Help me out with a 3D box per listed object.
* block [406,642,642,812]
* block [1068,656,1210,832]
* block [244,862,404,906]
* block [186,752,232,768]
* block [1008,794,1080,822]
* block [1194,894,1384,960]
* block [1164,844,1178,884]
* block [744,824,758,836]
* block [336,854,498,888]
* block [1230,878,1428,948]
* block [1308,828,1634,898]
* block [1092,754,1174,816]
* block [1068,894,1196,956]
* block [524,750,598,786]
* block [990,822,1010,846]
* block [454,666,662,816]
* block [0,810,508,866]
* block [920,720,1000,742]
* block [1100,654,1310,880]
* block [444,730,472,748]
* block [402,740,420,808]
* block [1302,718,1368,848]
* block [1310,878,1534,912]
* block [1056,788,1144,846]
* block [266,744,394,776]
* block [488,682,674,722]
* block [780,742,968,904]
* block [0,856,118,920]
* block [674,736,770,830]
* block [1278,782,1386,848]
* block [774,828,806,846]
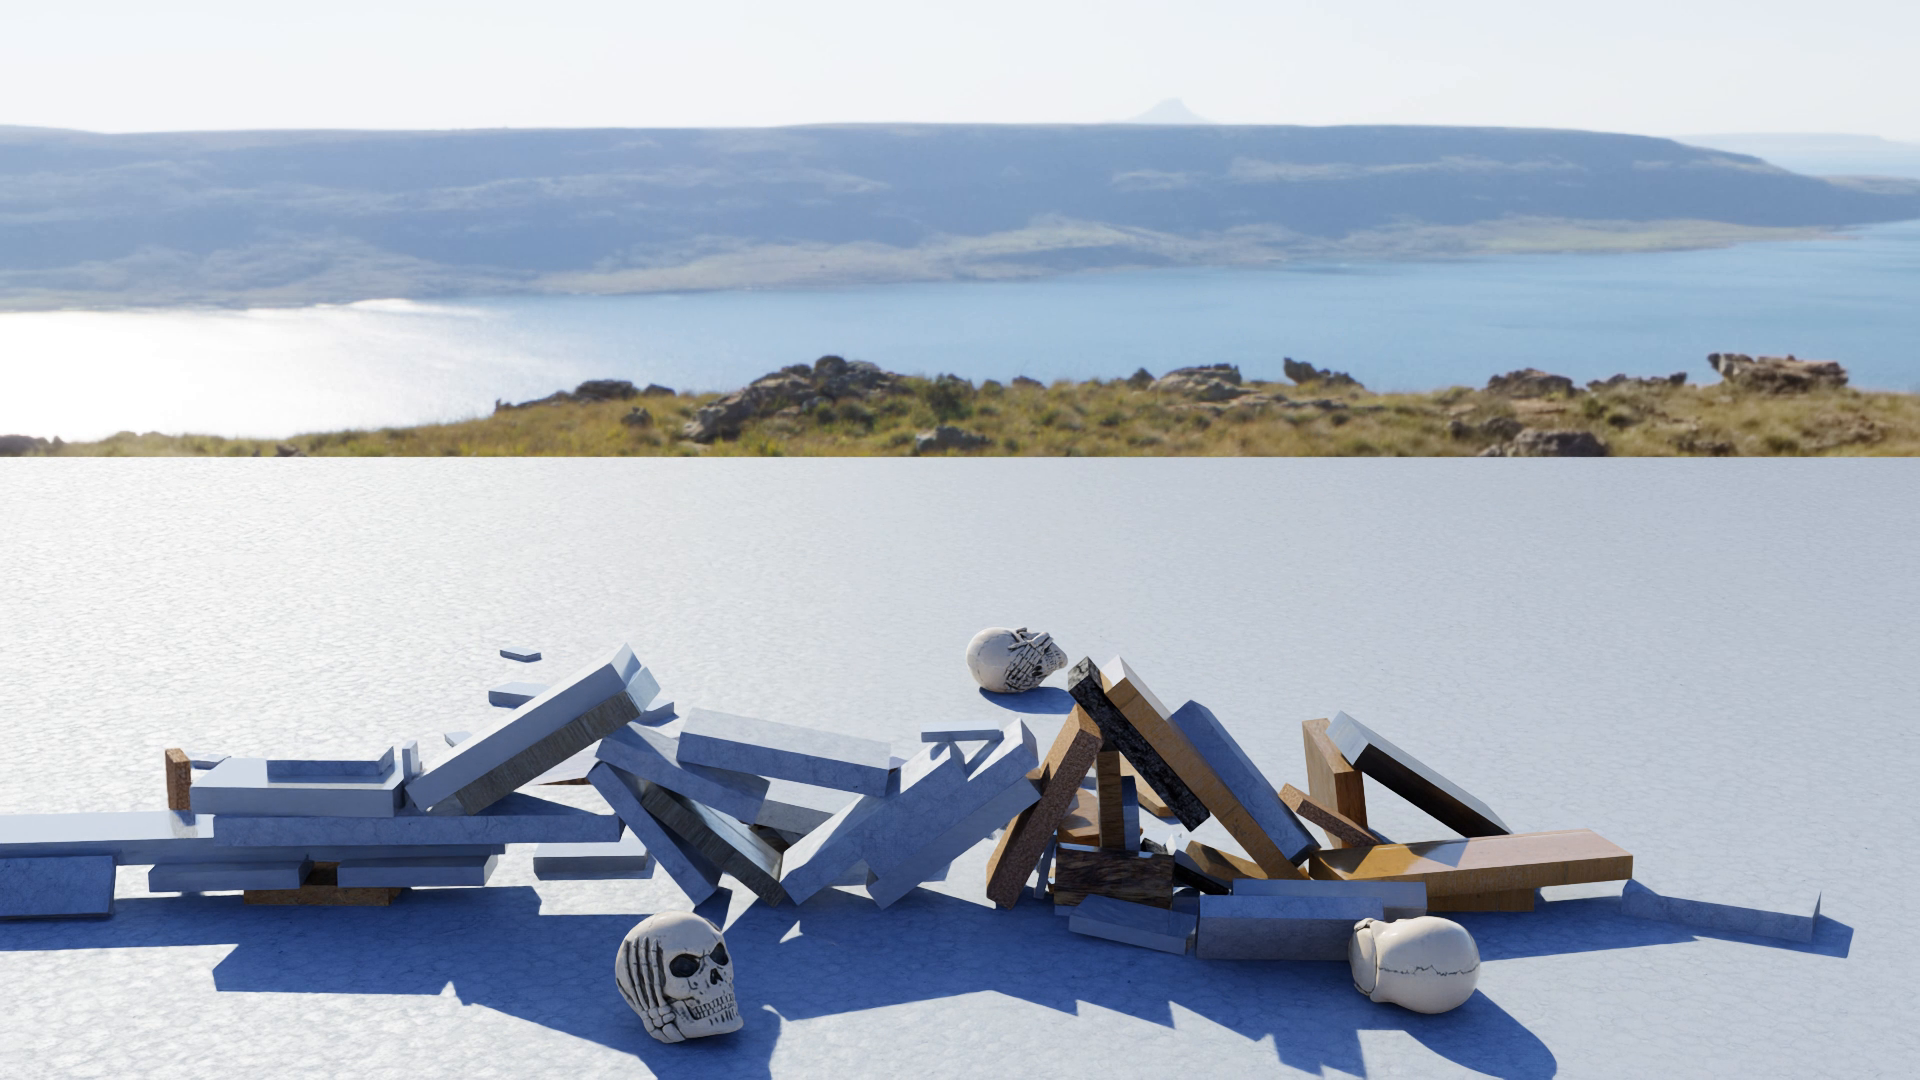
[{"bbox_3d":[-0.715,0.306,3.622,0.395,0.049,0.173,-31,7,4],"label":"block"},{"bbox_3d":[0.294,0.335,3.634,0.043,0.307,0.153,-40,5,7],"label":"block"},{"bbox_3d":[-1.056,0.573,3.670,0.239,0.034,0.120,0,11,2],"label":"block"},{"bbox_3d":[-1.522,0.443,4.425,0.097,0.014,0.049,3,11,14],"label":"block"},{"bbox_3d":[0.116,0.484,3.995,0.182,0.026,0.091,1,19,40],"label":"block"},{"bbox_3d":[0.497,0.589,3.337,0.272,0.131,0.037,0,52,2],"label":"block"},{"bbox_3d":[0.355,0.550,3.730,0.063,0.018,0.125,49,26,11],"label":"block"},{"bbox_3d":[-0.463,0.525,3.903,0.190,0.027,0.095,1,9,33],"label":"block"},{"bbox_3d":[-0.899,0.541,3.657,0.239,0.034,0.120,0,10,-1],"label":"block"},{"bbox_3d":[0.562,0.575,3.386,0.290,0.145,0.041,1,55,3],"label":"block"},{"bbox_3d":[0.836,0.533,3.602,0.507,0.041,0.145,-3,11,-14],"label":"block"},{"bbox_3d":[0.328,0.459,4.248,0.067,0.019,0.380,0,13,-22],"label":"block"},{"bbox_3d":[0.277,0.605,3.467,0.190,0.027,0.095,9,15,21],"label":"block"},{"bbox_3d":[-0.795,0.464,4.217,0.407,0.048,0.170,-6,12,-29],"label":"block"},{"bbox_3d":[0.084,0.521,3.992,0.065,0.018,0.370,-2,11,-10],"label":"block"},{"bbox_3d":[-0.658,0.329,3.613,0.334,0.047,0.167,-31,7,9],"label":"block"},{"bbox_3d":[-1.374,0.498,3.674,1.226,0.044,0.156,-1,11,-5],"label":"block"},{"bbox_3d":[0.000,0.320,3.682,0.131,0.018,0.065,-2,9,-2],"label":"block"},{"bbox_3d":[0.408,0.397,3.644,0.043,0.481,0.153,-41,8,7],"label":"block"},{"bbox_3d":[-1.033,0.417,4.565,0.049,0.014,0.097,-6,12,-28],"label":"block"},{"bbox_3d":[-0.903,0.385,3.622,0.014,0.101,0.050,-1,11,0],"label":"block"},{"bbox_3d":[0.674,0.449,3.951,0.048,0.170,0.340,-8,11,1],"label":"block"},{"bbox_3d":[0.765,0.566,3.665,0.340,0.048,0.170,0,11,0],"label":"block"},{"bbox_3d":[0.216,0.511,3.994,0.131,0.037,0.263,-4,11,-21],"label":"block"},{"bbox_3d":[-1.049,0.367,3.667,0.186,0.026,0.093,0,11,1],"label":"block"},{"bbox_3d":[-0.838,0.356,4.857,0.427,0.026,0.091,5,12,24],"label":"block"},{"bbox_3d":[-0.143,0.460,3.646,0.346,0.049,0.173,-37,8,4],"label":"block"},{"bbox_3d":[-1.468,0.562,3.561,0.186,0.093,0.026,-1,-20,-5],"label":"block"},{"bbox_3d":[-0.436,0.451,4.149,0.170,0.048,0.340,-9,22,-41],"label":"block"},{"bbox_3d":[0.630,0.475,3.687,0.190,0.027,0.095,30,4,-13],"label":"block"},{"bbox_3d":[-0.267,0.522,3.921,0.095,0.027,0.190,6,8,-23],"label":"block"}]
